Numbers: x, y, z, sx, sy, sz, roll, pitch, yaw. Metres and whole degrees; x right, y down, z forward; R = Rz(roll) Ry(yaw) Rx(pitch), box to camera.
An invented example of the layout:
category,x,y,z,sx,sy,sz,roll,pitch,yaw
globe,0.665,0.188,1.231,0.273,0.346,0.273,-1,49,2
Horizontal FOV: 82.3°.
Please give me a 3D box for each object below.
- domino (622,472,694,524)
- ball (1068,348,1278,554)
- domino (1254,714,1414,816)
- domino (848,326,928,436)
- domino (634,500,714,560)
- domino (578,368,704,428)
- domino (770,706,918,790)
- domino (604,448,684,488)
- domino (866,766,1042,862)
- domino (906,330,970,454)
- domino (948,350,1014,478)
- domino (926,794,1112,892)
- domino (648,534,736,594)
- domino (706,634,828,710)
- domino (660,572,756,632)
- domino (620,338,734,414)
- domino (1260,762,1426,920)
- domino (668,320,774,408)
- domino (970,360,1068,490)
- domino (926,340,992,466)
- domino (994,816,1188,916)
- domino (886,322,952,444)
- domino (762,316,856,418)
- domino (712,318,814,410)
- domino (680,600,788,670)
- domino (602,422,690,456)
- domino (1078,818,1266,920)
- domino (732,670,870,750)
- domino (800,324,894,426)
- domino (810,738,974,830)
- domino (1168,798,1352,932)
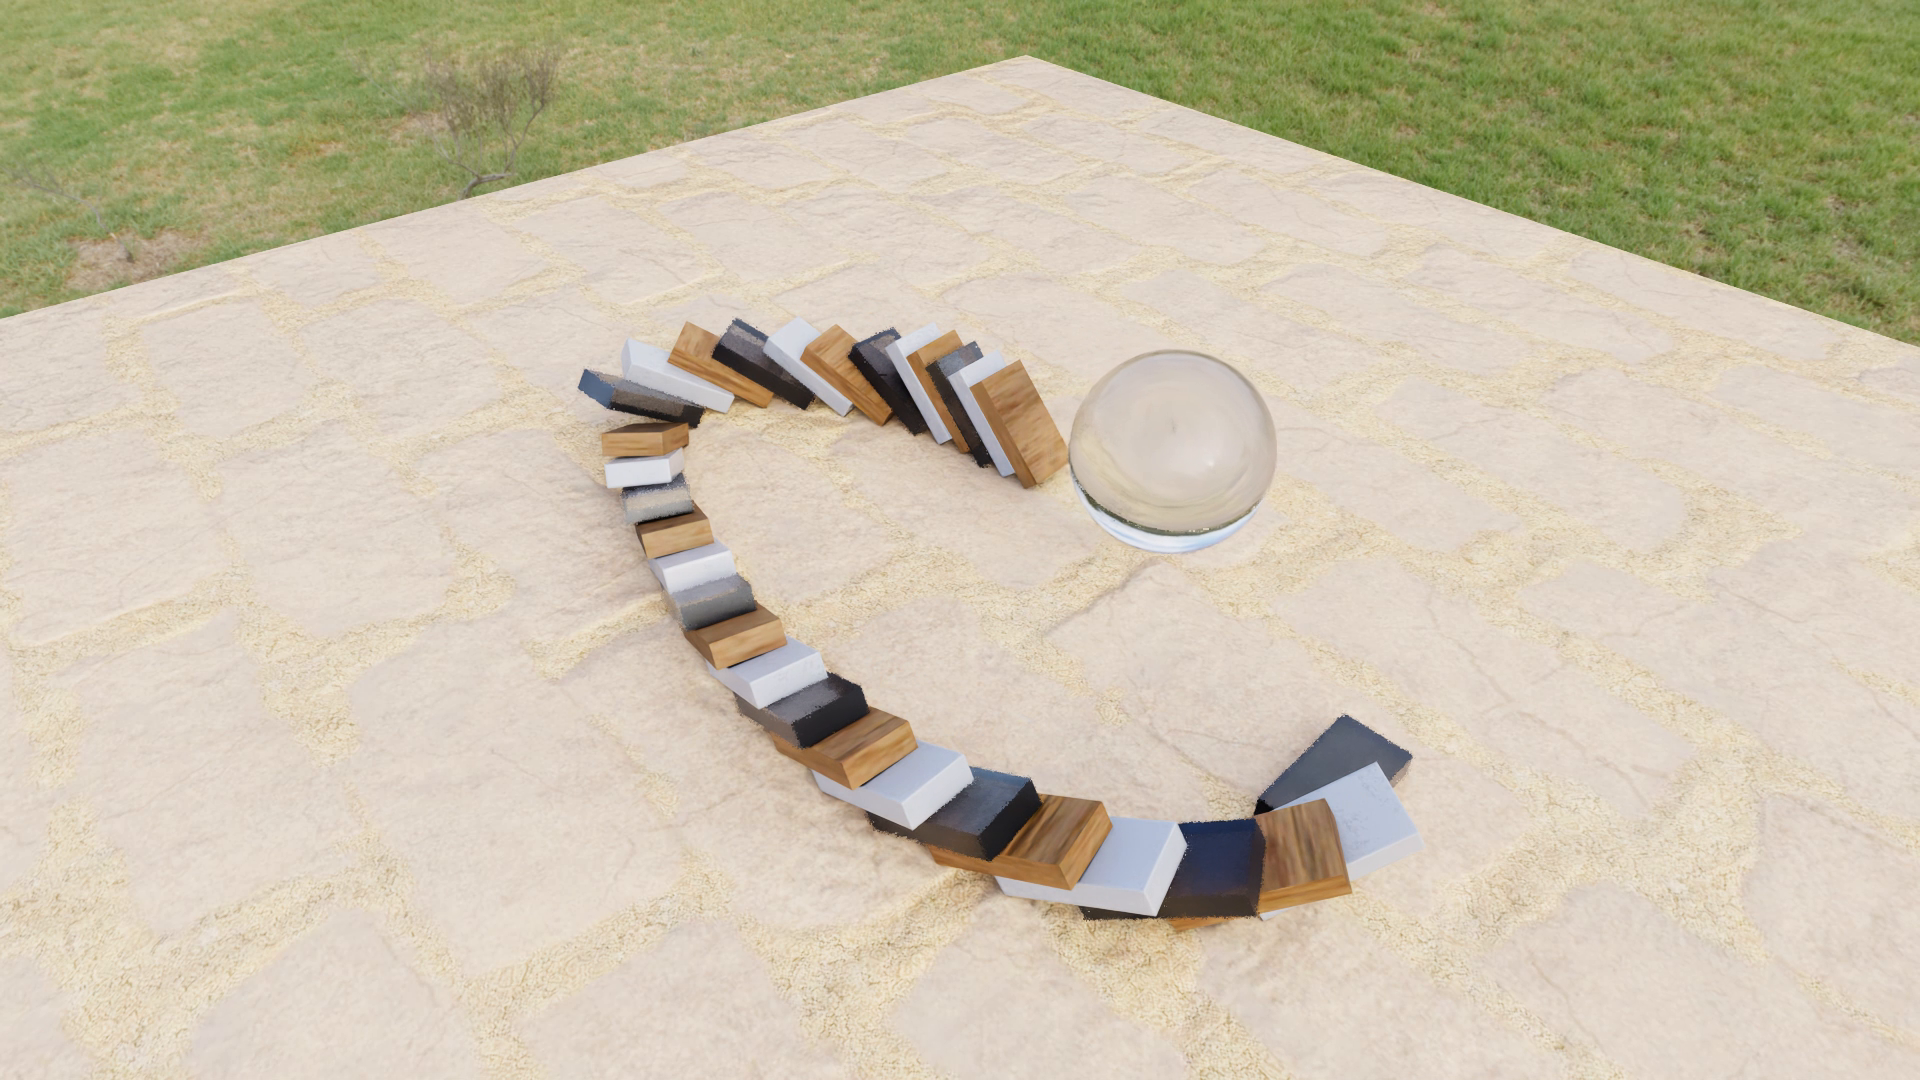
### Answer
category,x,y,z,sx,sy,sz,roll,pitch,yaw
domino,-0.123,-0.018,0.447,0.025,0.010,0.050,-12,13,-14
ball,0.083,-0.034,0.430,0.080,0.080,0.080,0,39,0
domino,0.119,0.078,0.348,0.050,0.009,0.025,-31,49,-33
domino,-0.026,-0.075,0.516,0.025,0.009,0.050,-33,78,-35
domino,-0.114,-0.005,0.433,0.025,0.009,0.050,-15,15,-18
domino,-0.144,-0.064,0.500,0.025,0.010,0.050,31,13,33
domino,-0.038,0.063,0.350,0.025,0.009,0.050,-29,20,-30
domino,-0.132,-0.031,0.463,0.025,0.009,0.050,-6,11,-7
domino,-0.003,0.079,0.329,0.050,0.009,0.025,0,30,46
domino,-0.001,-0.067,0.498,0.025,0.050,0.009,-36,10,-34
domino,0.018,-0.056,0.485,0.025,0.050,0.010,-34,8,-34
domino,0.017,0.086,0.321,0.050,0.010,0.025,-4,30,42
domino,-0.103,0.007,0.418,0.025,0.009,0.050,-17,16,-20
domino,-0.067,0.042,0.375,0.025,0.009,0.050,-23,18,-26
domino,-0.093,0.019,0.403,0.025,0.009,0.050,-17,16,-20
domino,-0.133,-0.077,0.518,0.050,0.009,0.025,17,29,-32
domino,0.105,0.087,0.319,0.050,0.009,0.025,-29,39,10
domino,-0.112,-0.084,0.528,0.050,0.010,0.025,25,36,-17
domino,0.027,-0.050,0.478,0.025,0.050,0.010,-34,8,-34
domino,0.008,-0.061,0.491,0.025,0.050,0.010,-34,8,-34
domino,0.037,0.091,0.314,0.050,0.010,0.025,-6,30,38
domino,-0.011,-0.072,0.504,0.025,0.050,0.009,-34,8,-34
domino,-0.067,-0.084,0.528,0.050,0.009,0.025,39,47,2
domino,-0.091,-0.085,0.528,0.050,0.009,0.025,29,39,-11
domino,-0.081,0.031,0.388,0.025,0.009,0.050,-20,17,-22
domino,-0.136,-0.044,0.479,0.025,0.009,0.050,-1,11,-1
domino,0.059,0.094,0.312,0.050,0.010,0.025,-13,32,30
domino,-0.053,0.053,0.362,0.025,0.010,0.050,-26,19,-28
domino,-0.048,-0.078,0.521,0.050,0.009,0.025,39,47,2
domino,-0.022,0.072,0.339,0.025,0.010,0.050,-33,22,-33
domino,0.083,0.092,0.313,0.050,0.010,0.025,-21,35,20
